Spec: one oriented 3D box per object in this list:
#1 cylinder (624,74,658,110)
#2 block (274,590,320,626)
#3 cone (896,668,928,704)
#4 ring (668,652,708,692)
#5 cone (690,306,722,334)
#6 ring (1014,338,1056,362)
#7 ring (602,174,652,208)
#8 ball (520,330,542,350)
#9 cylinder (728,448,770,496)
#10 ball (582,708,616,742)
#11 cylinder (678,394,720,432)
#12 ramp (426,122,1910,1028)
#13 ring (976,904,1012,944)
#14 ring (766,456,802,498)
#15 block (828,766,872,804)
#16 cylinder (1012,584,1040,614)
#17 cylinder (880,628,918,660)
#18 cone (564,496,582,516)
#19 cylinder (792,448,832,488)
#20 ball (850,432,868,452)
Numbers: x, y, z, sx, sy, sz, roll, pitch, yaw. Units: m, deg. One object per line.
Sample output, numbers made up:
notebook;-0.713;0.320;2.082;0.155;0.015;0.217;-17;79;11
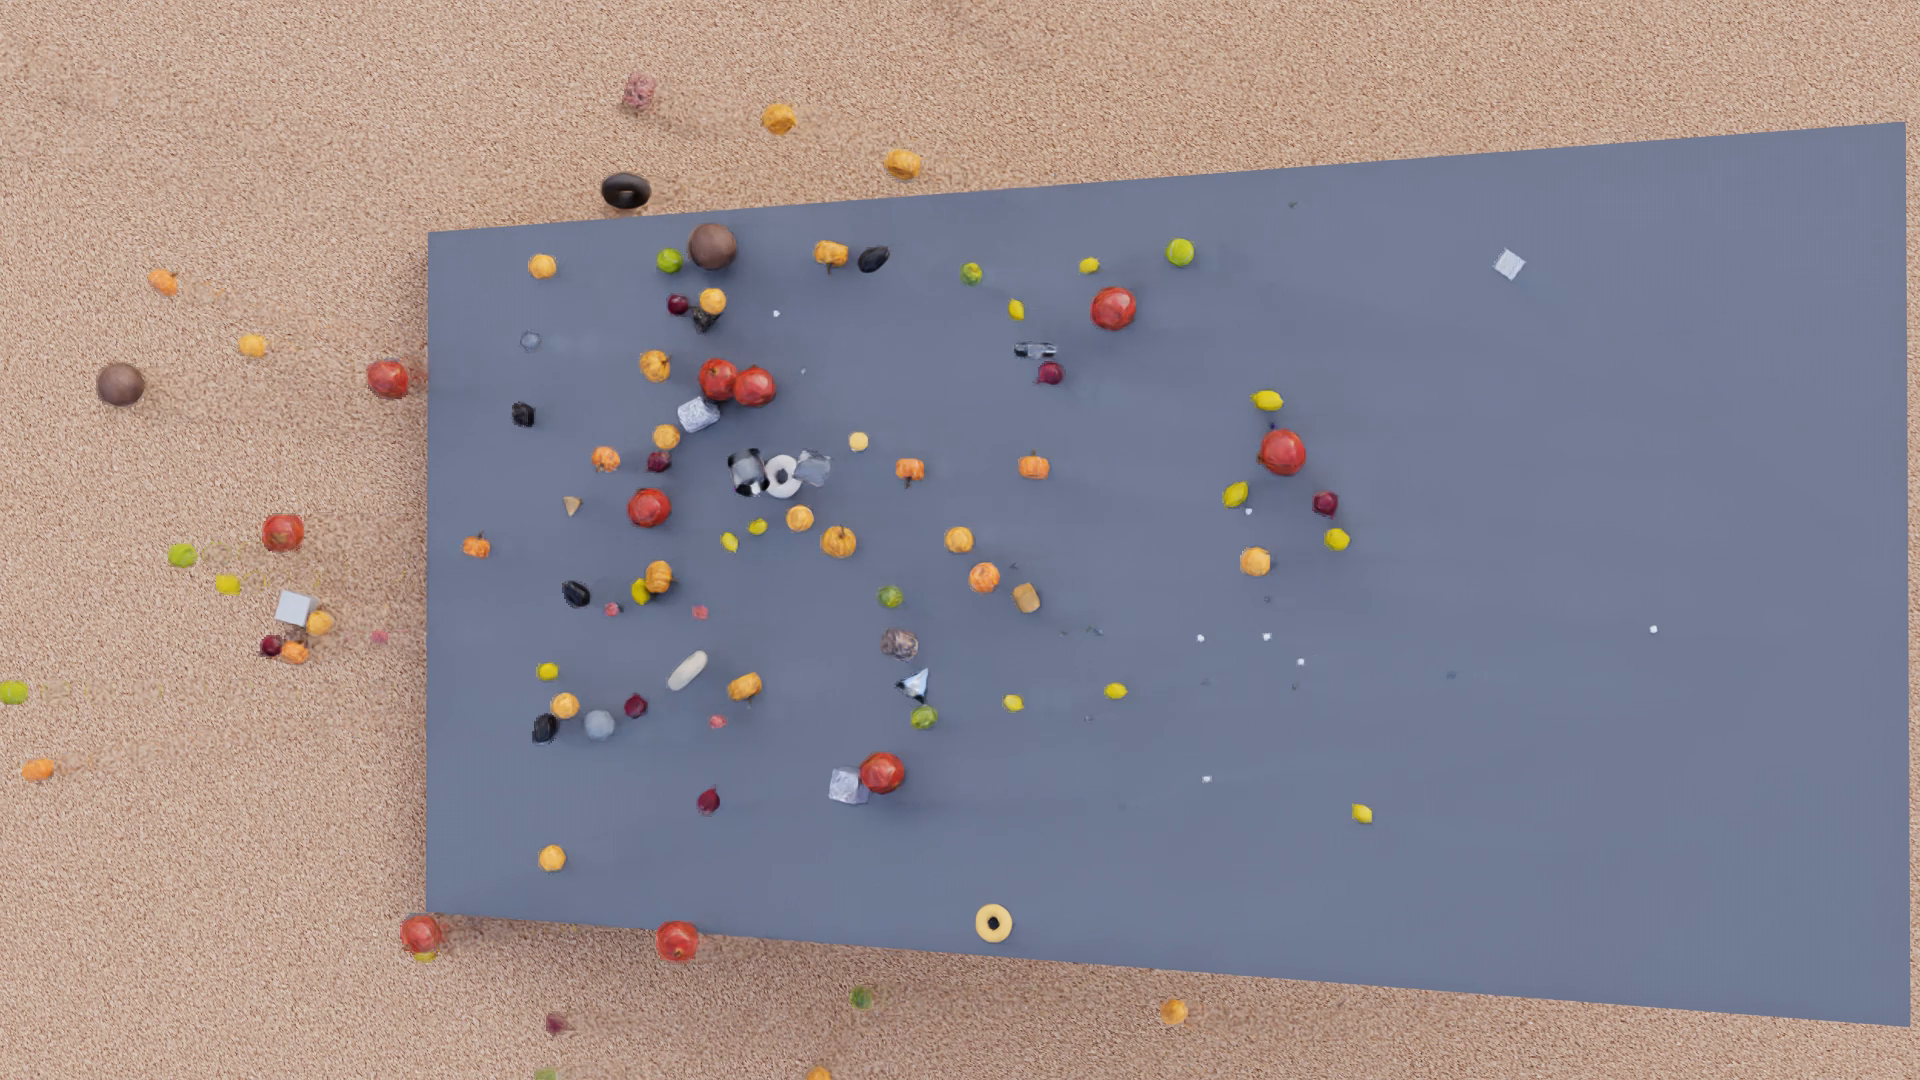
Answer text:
cylinder;-0.948;-1.331;6.523;0.077;0.077;0.077;25;113;0
block;-1.964;0.201;6.515;0.086;0.086;0.086;16;89;0
cone;-0.109;0.371;5.789;0.088;0.088;0.088;35;88;0
ring;-0.740;0.356;5.984;0.136;0.136;0.045;-45;97;0
cone;-0.692;-0.618;6.071;0.083;0.083;0.083;-17;89;-4
ring;0.193;-0.486;5.638;0.108;0.108;0.036;15;111;0
ring;-0.987;-1.032;6.504;0.148;0.148;0.049;-4;65;0
ball;-1.229;-0.570;6.295;0.059;0.059;0.059;0;89;0
cylinder;-0.565;-0.182;5.874;0.093;0.093;0.093;-20;63;0
ball;-1.013;0.520;6.169;0.091;0.091;0.091;0;89;0
cylinder;-0.719;-0.349;6.055;0.082;0.082;0.082;-24;89;22
ramp;0.283;0.084;5.708;4.000;0.100;2.000;0;89;24
ring;0.087;0.996;5.710;0.101;0.034;0.101;-1;88;23
ring;-0.482;-0.172;5.972;0.118;0.039;0.118;-1;88;24
block;-0.292;0.653;5.857;0.078;0.078;0.078;11;94;23
cylinder;0.171;0.150;5.656;0.055;0.055;0.055;-27;114;0
cylinder;-0.159;0.275;5.788;0.073;0.073;0.073;14;89;-30
cone;-1.100;-0.089;6.229;0.056;0.056;0.056;8;81;0
cylinder;-0.392;-0.190;5.850;0.085;0.085;0.085;21;89;-5
ball;-0.270;-0.263;5.872;0.051;0.051;0.051;0;89;0
